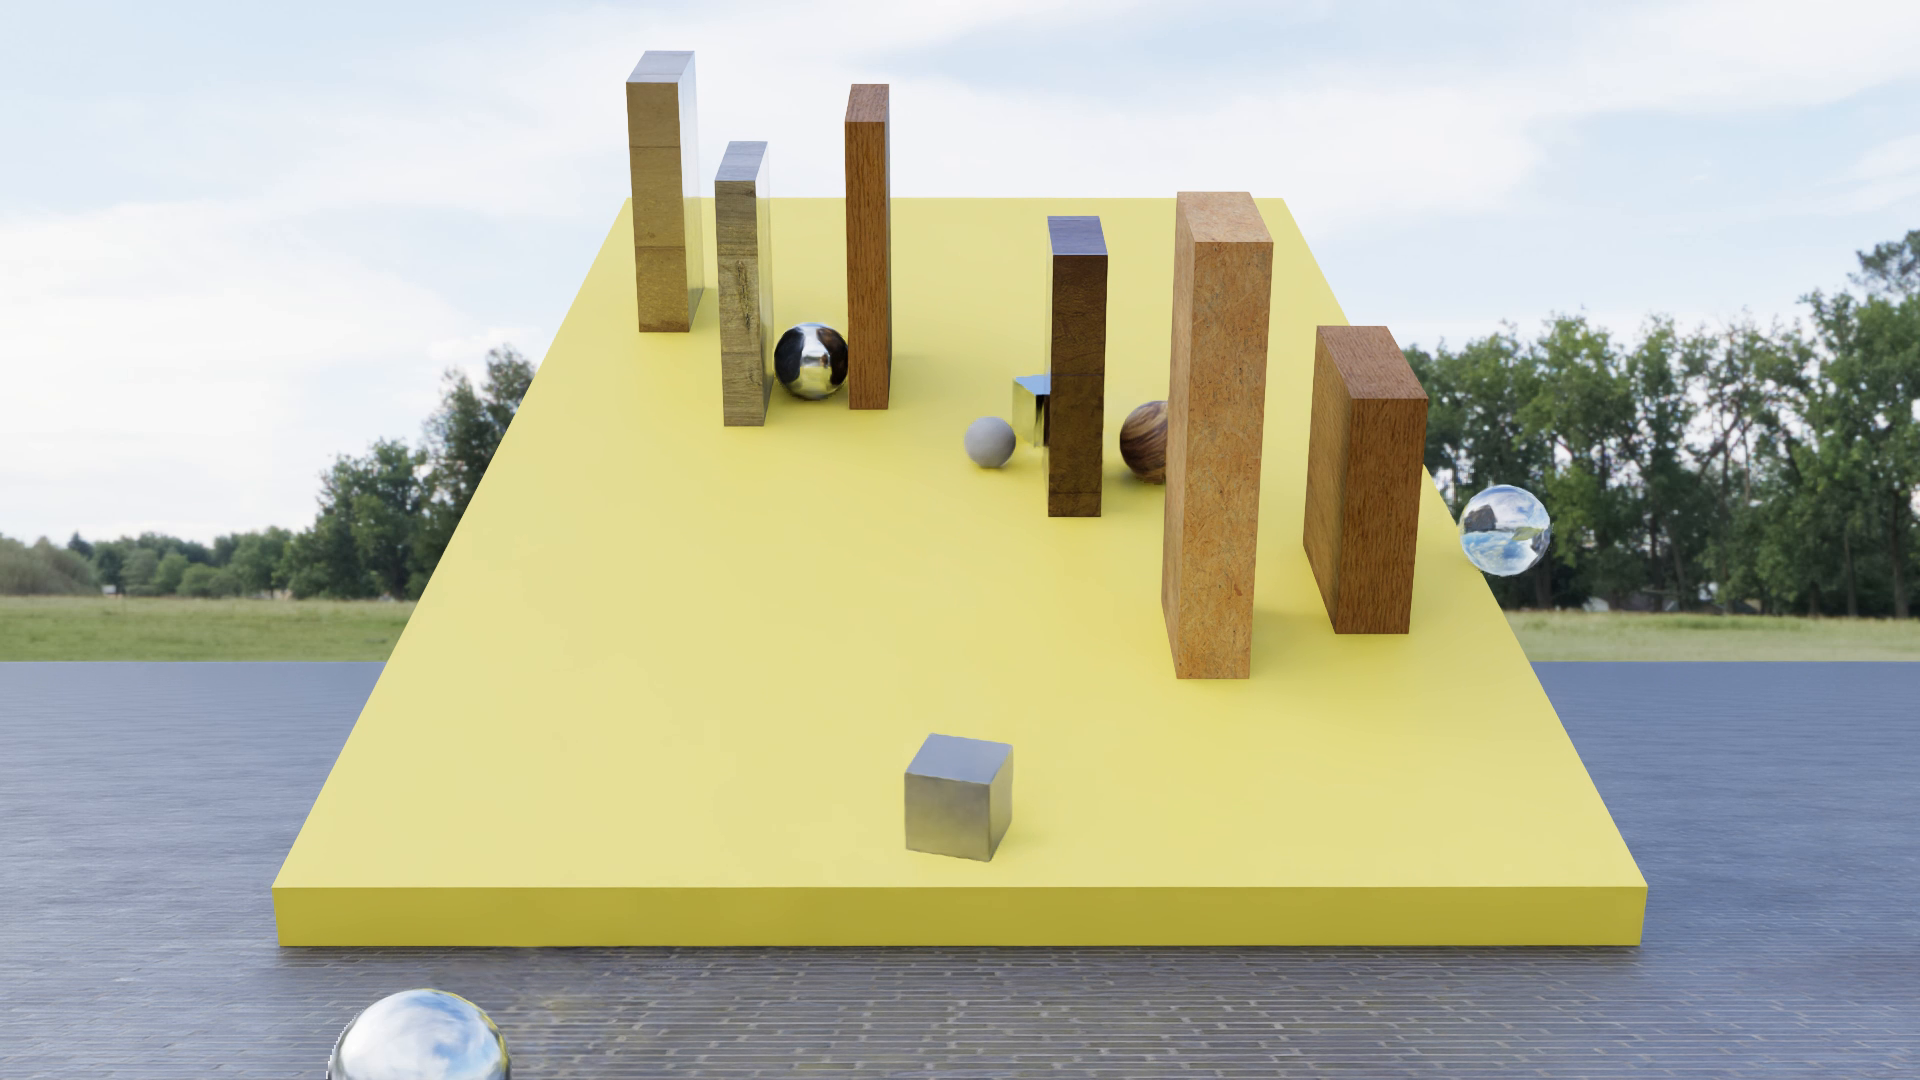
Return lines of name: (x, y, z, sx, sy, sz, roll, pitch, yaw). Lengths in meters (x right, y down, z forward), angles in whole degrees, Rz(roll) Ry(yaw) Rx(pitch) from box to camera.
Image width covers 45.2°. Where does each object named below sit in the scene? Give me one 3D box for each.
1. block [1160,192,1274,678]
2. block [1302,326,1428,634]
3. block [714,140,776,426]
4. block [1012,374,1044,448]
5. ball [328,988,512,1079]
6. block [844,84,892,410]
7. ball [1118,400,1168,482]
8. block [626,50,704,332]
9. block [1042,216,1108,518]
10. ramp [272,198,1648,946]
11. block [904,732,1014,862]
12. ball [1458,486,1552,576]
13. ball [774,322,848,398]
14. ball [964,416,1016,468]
block: (0.437, -0.181, 3.985, 0.125, 0.776, 0.327, 0, 23, 0)
block: (0.741, -0.118, 4.259, 0.132, 0.449, 0.417, 0, 23, 0)
block: (-0.483, -0.583, 5.218, 0.089, 0.559, 0.371, 0, 23, 0)
block: (0.196, -0.288, 5.082, 0.122, 0.122, 0.122, -9, 24, -20)
ball: (-0.447, 0.448, 1.915, 0.149, 0.149, 0.149, 0, -3, 0)
block: (-0.208, -0.680, 5.317, 0.088, 0.661, 0.403, 0, 23, 0)
ball: (0.418, -0.207, 4.827, 0.171, 0.171, 0.171, 0, -3, 0)
block: (-0.742, -0.888, 5.852, 0.126, 0.628, 0.400, 0, 23, 0)
block: (0.231, -0.355, 4.694, 0.107, 0.547, 0.294, 0, 23, 0)
ramp: (-0.007, -0.225, 5.217, 2.000, 0.100, 4.000, 0, 23, 0)
block: (-0.001, 0.386, 3.467, 0.131, 0.131, 0.131, 7, 24, 15)
ball: (1.040, -0.018, 4.407, 0.173, 0.173, 0.173, 0, -3, 0)
ball: (-0.340, -0.414, 5.311, 0.176, 0.176, 0.176, 0, -3, 0)
ball: (0.064, -0.209, 4.910, 0.111, 0.111, 0.111, 0, -3, 0)
